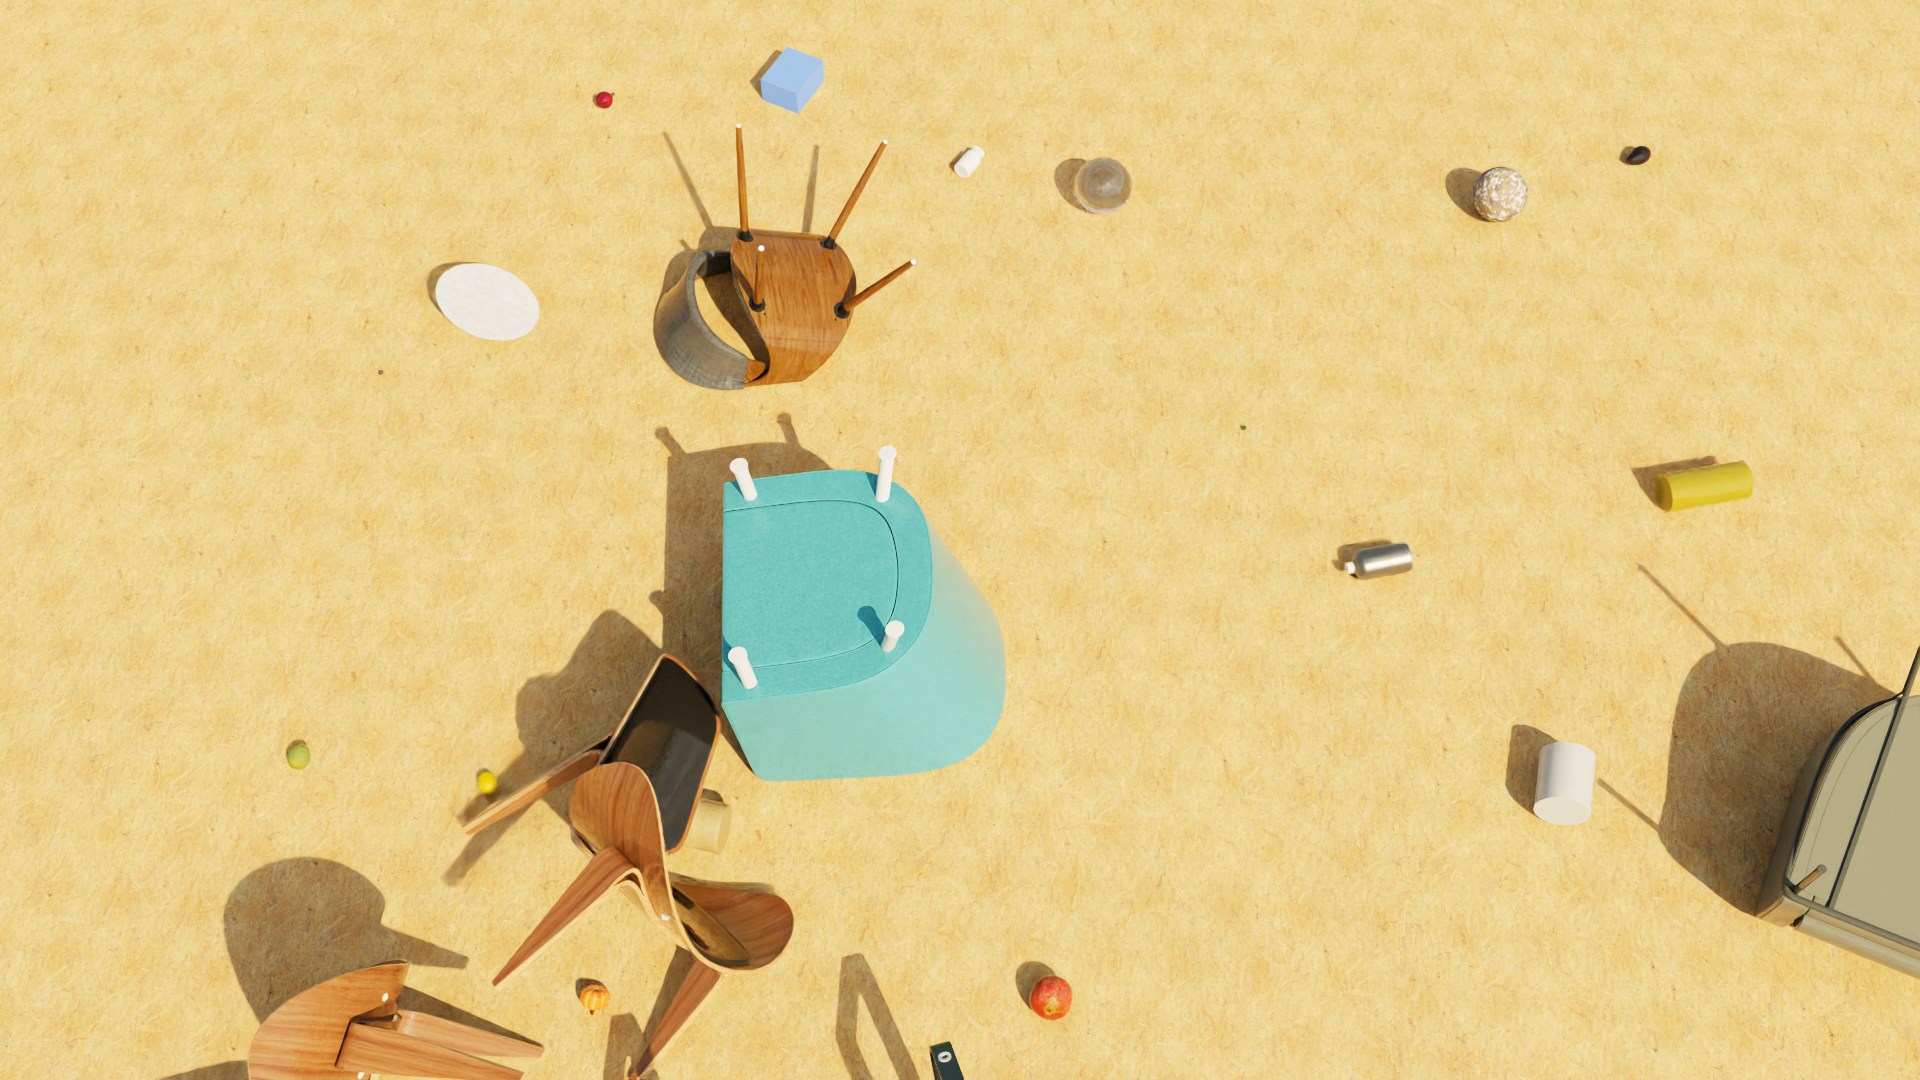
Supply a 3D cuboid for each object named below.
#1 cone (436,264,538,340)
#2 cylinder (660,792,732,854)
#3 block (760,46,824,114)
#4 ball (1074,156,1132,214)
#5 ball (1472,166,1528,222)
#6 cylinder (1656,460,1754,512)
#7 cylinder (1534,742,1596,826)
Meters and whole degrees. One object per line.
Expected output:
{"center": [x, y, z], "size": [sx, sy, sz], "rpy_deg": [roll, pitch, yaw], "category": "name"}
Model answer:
{"center": [-1.492, -0.796, 7.042], "size": [0.331, 0.244, 0.212], "rpy_deg": [18, 24, -8], "category": "cone"}
{"center": [-0.715, 0.769, 5.976], "size": [0.159, 0.135, 0.137], "rpy_deg": [11, 94, 7], "category": "cylinder"}
{"center": [-0.577, -1.585, 7.580], "size": [0.143, 0.096, 0.181], "rpy_deg": [24, 59, 15], "category": "block"}
{"center": [0.472, -1.167, 7.243], "size": [0.188, 0.188, 0.188], "rpy_deg": [0, 56, 0], "category": "ball"}
{"center": [1.775, -1.136, 7.227], "size": [0.182, 0.182, 0.182], "rpy_deg": [0, 56, 0], "category": "ball"}
{"center": [2.239, -0.163, 6.615], "size": [0.256, 0.113, 0.116], "rpy_deg": [-9, 69, -6], "category": "cylinder"}
{"center": [1.660, 0.668, 6.033], "size": [0.150, 0.155, 0.175], "rpy_deg": [23, 56, -8], "category": "cylinder"}
